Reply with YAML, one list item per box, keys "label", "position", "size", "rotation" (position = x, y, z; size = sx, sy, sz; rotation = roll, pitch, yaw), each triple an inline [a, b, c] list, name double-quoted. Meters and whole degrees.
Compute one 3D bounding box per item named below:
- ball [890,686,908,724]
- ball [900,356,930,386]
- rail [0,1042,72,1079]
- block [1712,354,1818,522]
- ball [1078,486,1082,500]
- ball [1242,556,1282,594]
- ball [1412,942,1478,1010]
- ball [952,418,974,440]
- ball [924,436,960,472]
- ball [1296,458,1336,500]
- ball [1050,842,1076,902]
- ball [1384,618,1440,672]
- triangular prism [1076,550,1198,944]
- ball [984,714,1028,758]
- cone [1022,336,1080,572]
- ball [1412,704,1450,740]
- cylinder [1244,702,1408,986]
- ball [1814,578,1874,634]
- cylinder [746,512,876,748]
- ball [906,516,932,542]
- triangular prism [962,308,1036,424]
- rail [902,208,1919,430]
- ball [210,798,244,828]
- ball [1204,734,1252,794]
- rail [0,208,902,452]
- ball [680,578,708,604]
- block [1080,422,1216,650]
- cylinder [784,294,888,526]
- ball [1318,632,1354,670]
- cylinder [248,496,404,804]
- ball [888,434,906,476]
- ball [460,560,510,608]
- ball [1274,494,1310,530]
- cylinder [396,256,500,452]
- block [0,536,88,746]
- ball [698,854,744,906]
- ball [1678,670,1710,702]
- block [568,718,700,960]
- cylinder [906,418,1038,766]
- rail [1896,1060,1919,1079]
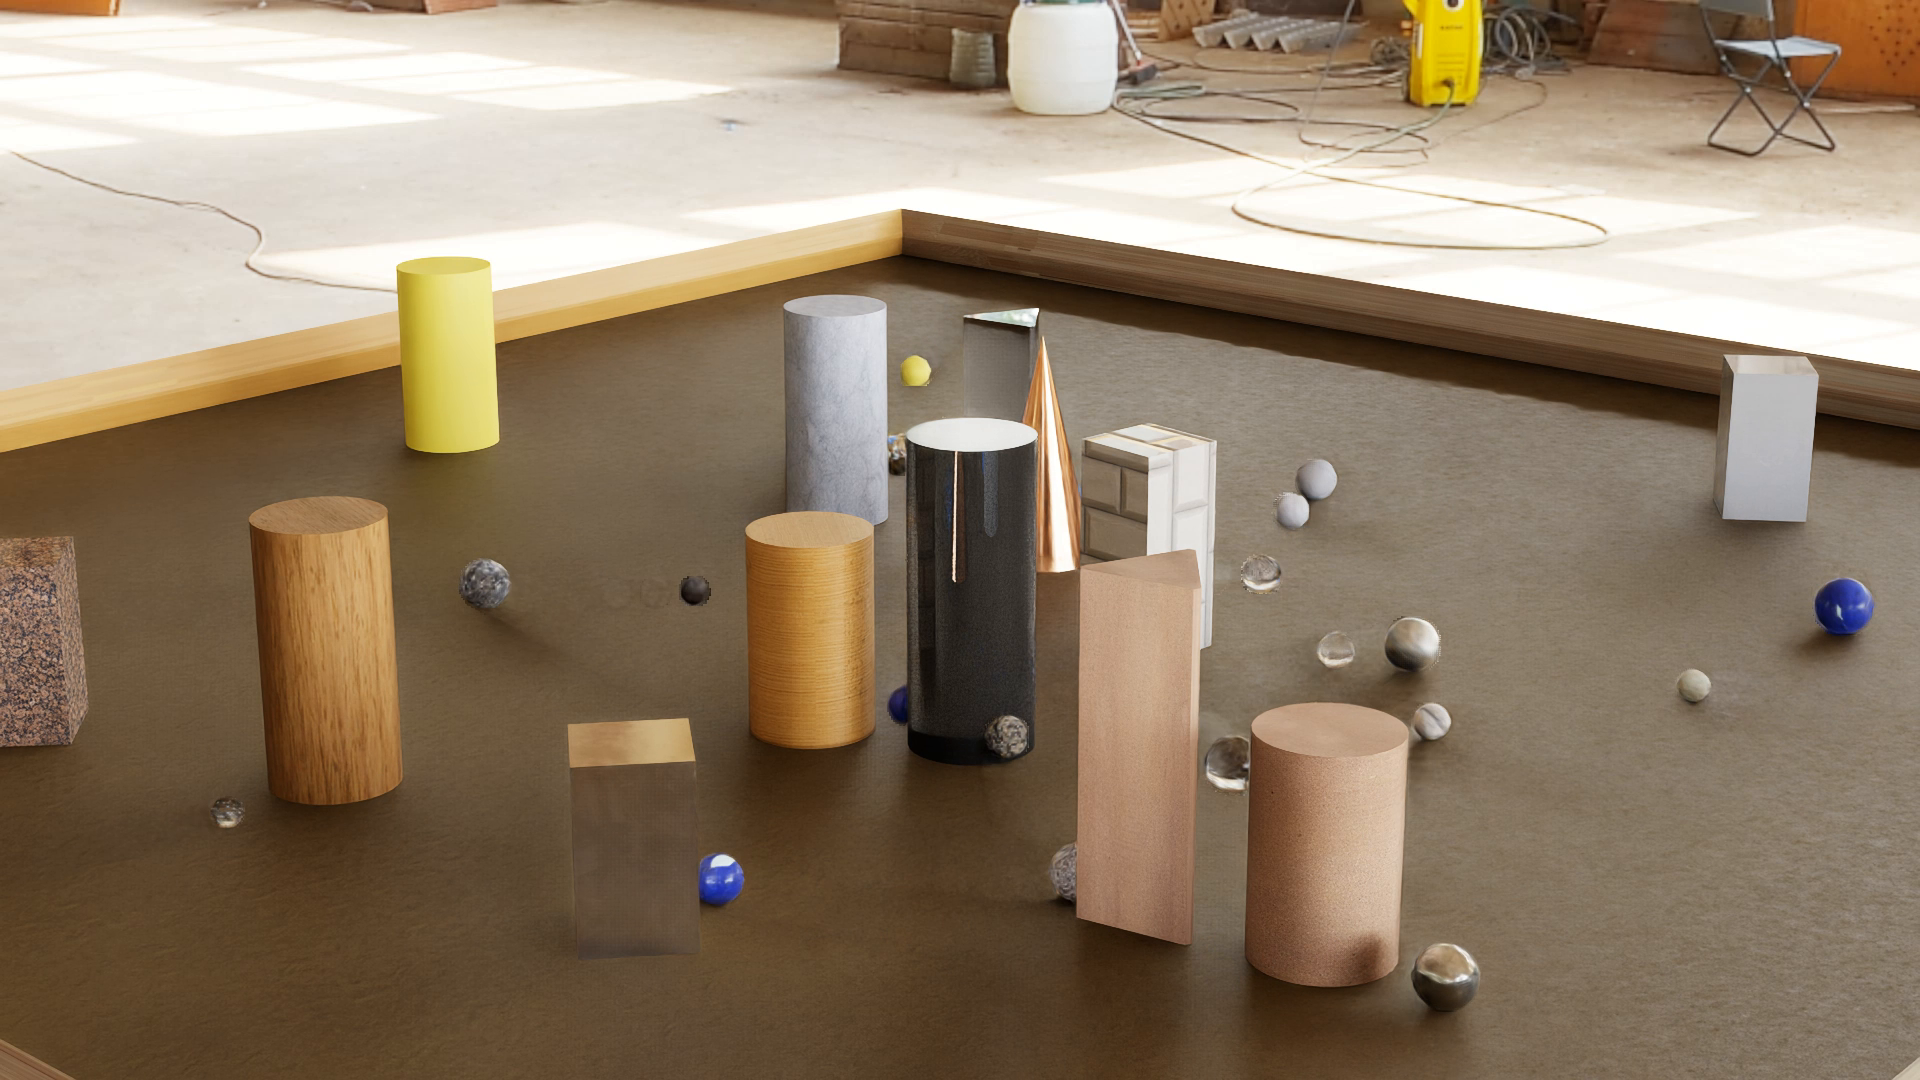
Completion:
- label: "ball"
  position: [-0.079, 0.253, 4.503]
  size: [0.060, 0.060, 0.060]
  rotation: [0, 17, 0]
- label: "ball"
  position: [-0.101, -0.380, 6.586]
  size: [0.068, 0.068, 0.068]
  rotation: [0, 17, 0]
- label: "rail"
  position: [-1.420, 0.504, 3.554]
  size: [4.228, 0.126, 0.045]
  rotation: [14, 22, 39]
- label: "block"
  position: [1.537, -0.196, 5.602]
  size: [0.155, 0.285, 0.155]
  rotation: [2, 17, 7]
- label: "ball"
  position: [0.229, -0.054, 5.457]
  size: [0.097, 0.097, 0.097]
  rotation: [0, 17, 0]
- label: "ball"
  position: [0.529, 0.060, 5.130]
  size: [0.068, 0.068, 0.068]
  rotation: [0, 17, 0]
- label: "ball"
  position: [0.588, 0.529, 3.554]
  size: [0.081, 0.081, 0.081]
  rotation: [0, 17, 0]
- label: "ball"
  position: [0.007, -0.232, 6.135]
  size: [0.046, 0.046, 0.046]
  rotation: [0, 17, 0]
- label: "ball"
  position: [-0.034, -0.173, 5.895]
  size: [0.072, 0.072, 0.072]
  rotation: [0, 17, 0]
- label: "ball"
  position: [0.693, -0.118, 5.699]
  size: [0.079, 0.079, 0.079]
  rotation: [0, 17, 0]
- label: "ball"
  position: [0.157, 0.437, 3.861]
  size: [0.079, 0.079, 0.079]
  rotation: [0, 17, 0]
- label: "ball"
  position: [0.729, 0.169, 4.731]
  size: [0.089, 0.089, 0.089]
  rotation: [0, 17, 0]
- label: "triangular prism"
  position: [0.260, 0.257, 3.770]
  size: [0.168, 0.476, 0.145]
  rotation: [10, 20, 31]
- label: "ball"
  position: [0.068, 0.288, 4.303]
  size: [0.063, 0.063, 0.063]
  rotation: [0, 17, 0]
- label: "cone"
  position: [0.148, -0.167, 5.286]
  size: [0.193, 0.412, 0.193]
  rotation: [0, 17, 0]
- label: "ball"
  position: [0.714, 0.275, 4.438]
  size: [0.056, 0.056, 0.056]
  rotation: [0, 17, 0]
- label: "cylinder"
  position: [0.457, 0.379, 3.667]
  size: [0.193, 0.303, 0.193]
  rotation: [0, 17, 0]
- label: "ball"
  position: [1.482, 0.110, 4.915]
  size: [0.096, 0.096, 0.096]
  rotation: [0, 17, 0]
- label: "cylinder"
  position: [-0.226, 0.135, 4.452]
  size: [0.193, 0.316, 0.193]
  rotation: [0, 17, 0]
- label: "ball"
  position: [-0.075, -0.020, 5.430]
  size: [0.047, 0.047, 0.047]
  rotation: [0, 17, 0]
- label: "triangular prism"
  position: [0.116, -0.312, 5.964]
  size: [0.168, 0.298, 0.145]
  rotation: [11, 20, 33]
- label: "rail"
  position: [1.420, -0.441, 6.686]
  size: [4.228, 0.126, 0.045]
  rotation: [14, 22, 39]
- label: "ball"
  position: [-1.026, 0.382, 4.104]
  size: [0.044, 0.044, 0.044]
  rotation: [0, 17, 0]
- label: "ball"
  position: [0.395, 0.323, 4.227]
  size: [0.085, 0.085, 0.085]
  rotation: [0, 17, 0]
- label: "rail"
  position: [-1.578, -0.364, 6.432]
  size: [0.045, 0.126, 4.379]
  rotation: [14, 22, 39]
- label: "ball"
  position: [-0.460, 0.088, 5.070]
  size: [0.048, 0.048, 0.048]
  rotation: [0, 17, 0]
- label: "block"
  position: [0.308, 0.005, 4.821]
  size: [0.155, 0.351, 0.155]
  rotation: [-14, 22, -39]
- label: "cylinder"
  position: [-0.234, -0.242, 5.540]
  size: [0.193, 0.409, 0.193]
  rotation: [0, 17, 0]
- label: "ball"
  position: [0.609, 0.179, 4.748]
  size: [0.060, 0.060, 0.060]
  rotation: [0, 17, 0]
- label: "cylinder"
  position: [-0.912, 0.158, 4.226]
  size: [0.193, 0.403, 0.193]
  rotation: [0, 17, 0]
- label: "ball"
  position: [-0.123, -0.171, 5.870]
  size: [0.082, 0.082, 0.082]
  rotation: [0, 17, 0]
- label: "ball"
  position: [-0.817, 0.076, 5.050]
  size: [0.084, 0.084, 0.084]
  rotation: [0, 17, 0]
- label: "ball"
  position: [0.623, -0.054, 5.508]
  size: [0.067, 0.067, 0.067]
  rotation: [0, 17, 0]
- label: "cylinder"
  position: [-1.061, -0.386, 6.079]
  size: [0.193, 0.373, 0.193]
  rotation: [0, 17, 0]
- label: "block"
  position: [-1.427, 0.154, 4.449]
  size: [0.155, 0.281, 0.155]
  rotation: [-2, 17, -6]
- label: "ball"
  position: [-0.317, 0.446, 3.852]
  size: [0.067, 0.067, 0.067]
  rotation: [0, 17, 0]
- label: "ball"
  position: [1.152, 0.228, 4.603]
  size: [0.050, 0.050, 0.050]
  rotation: [0, 17, 0]
- label: "block"
  position: [-0.416, 0.380, 3.738]
  size: [0.155, 0.260, 0.155]
  rotation: [-2, 17, -8]
- label: "cylinder"
  position: [0.017, 0.076, 4.362]
  size: [0.193, 0.481, 0.193]
  rotation: [0, 17, 0]
- label: "rail"
  position: [1.578, 0.427, 3.808]
  size: [0.045, 0.126, 4.379]
  rotation: [14, 22, 39]
